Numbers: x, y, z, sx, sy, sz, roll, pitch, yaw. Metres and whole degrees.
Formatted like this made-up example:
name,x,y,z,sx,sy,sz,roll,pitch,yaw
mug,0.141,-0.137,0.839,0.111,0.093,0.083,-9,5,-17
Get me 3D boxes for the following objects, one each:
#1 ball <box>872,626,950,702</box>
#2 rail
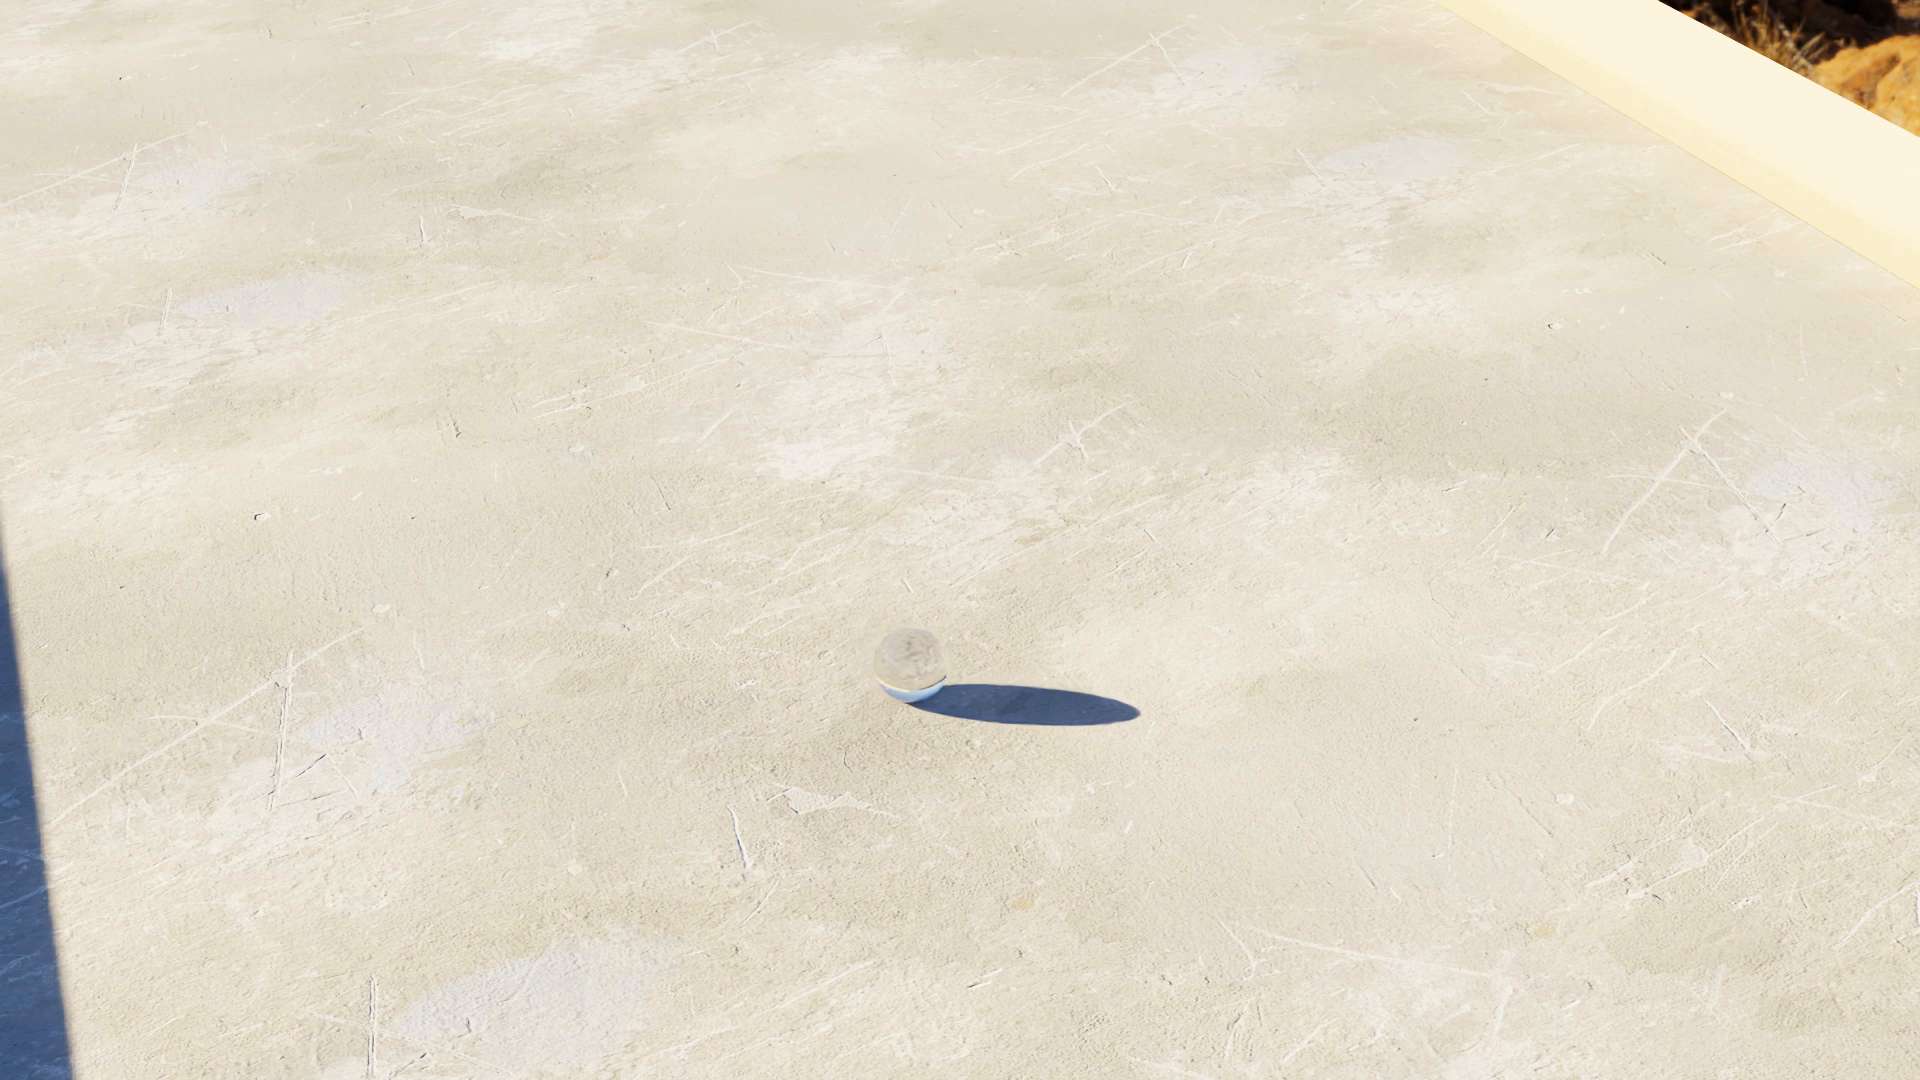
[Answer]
name,x,y,z,sx,sy,sz,roll,pitch,yaw
ball,-0.030,0.075,1.782,0.047,0.047,0.047,0,27,0
rail,0.540,-0.530,2.879,0.045,0.117,3.468,-9,29,-17
